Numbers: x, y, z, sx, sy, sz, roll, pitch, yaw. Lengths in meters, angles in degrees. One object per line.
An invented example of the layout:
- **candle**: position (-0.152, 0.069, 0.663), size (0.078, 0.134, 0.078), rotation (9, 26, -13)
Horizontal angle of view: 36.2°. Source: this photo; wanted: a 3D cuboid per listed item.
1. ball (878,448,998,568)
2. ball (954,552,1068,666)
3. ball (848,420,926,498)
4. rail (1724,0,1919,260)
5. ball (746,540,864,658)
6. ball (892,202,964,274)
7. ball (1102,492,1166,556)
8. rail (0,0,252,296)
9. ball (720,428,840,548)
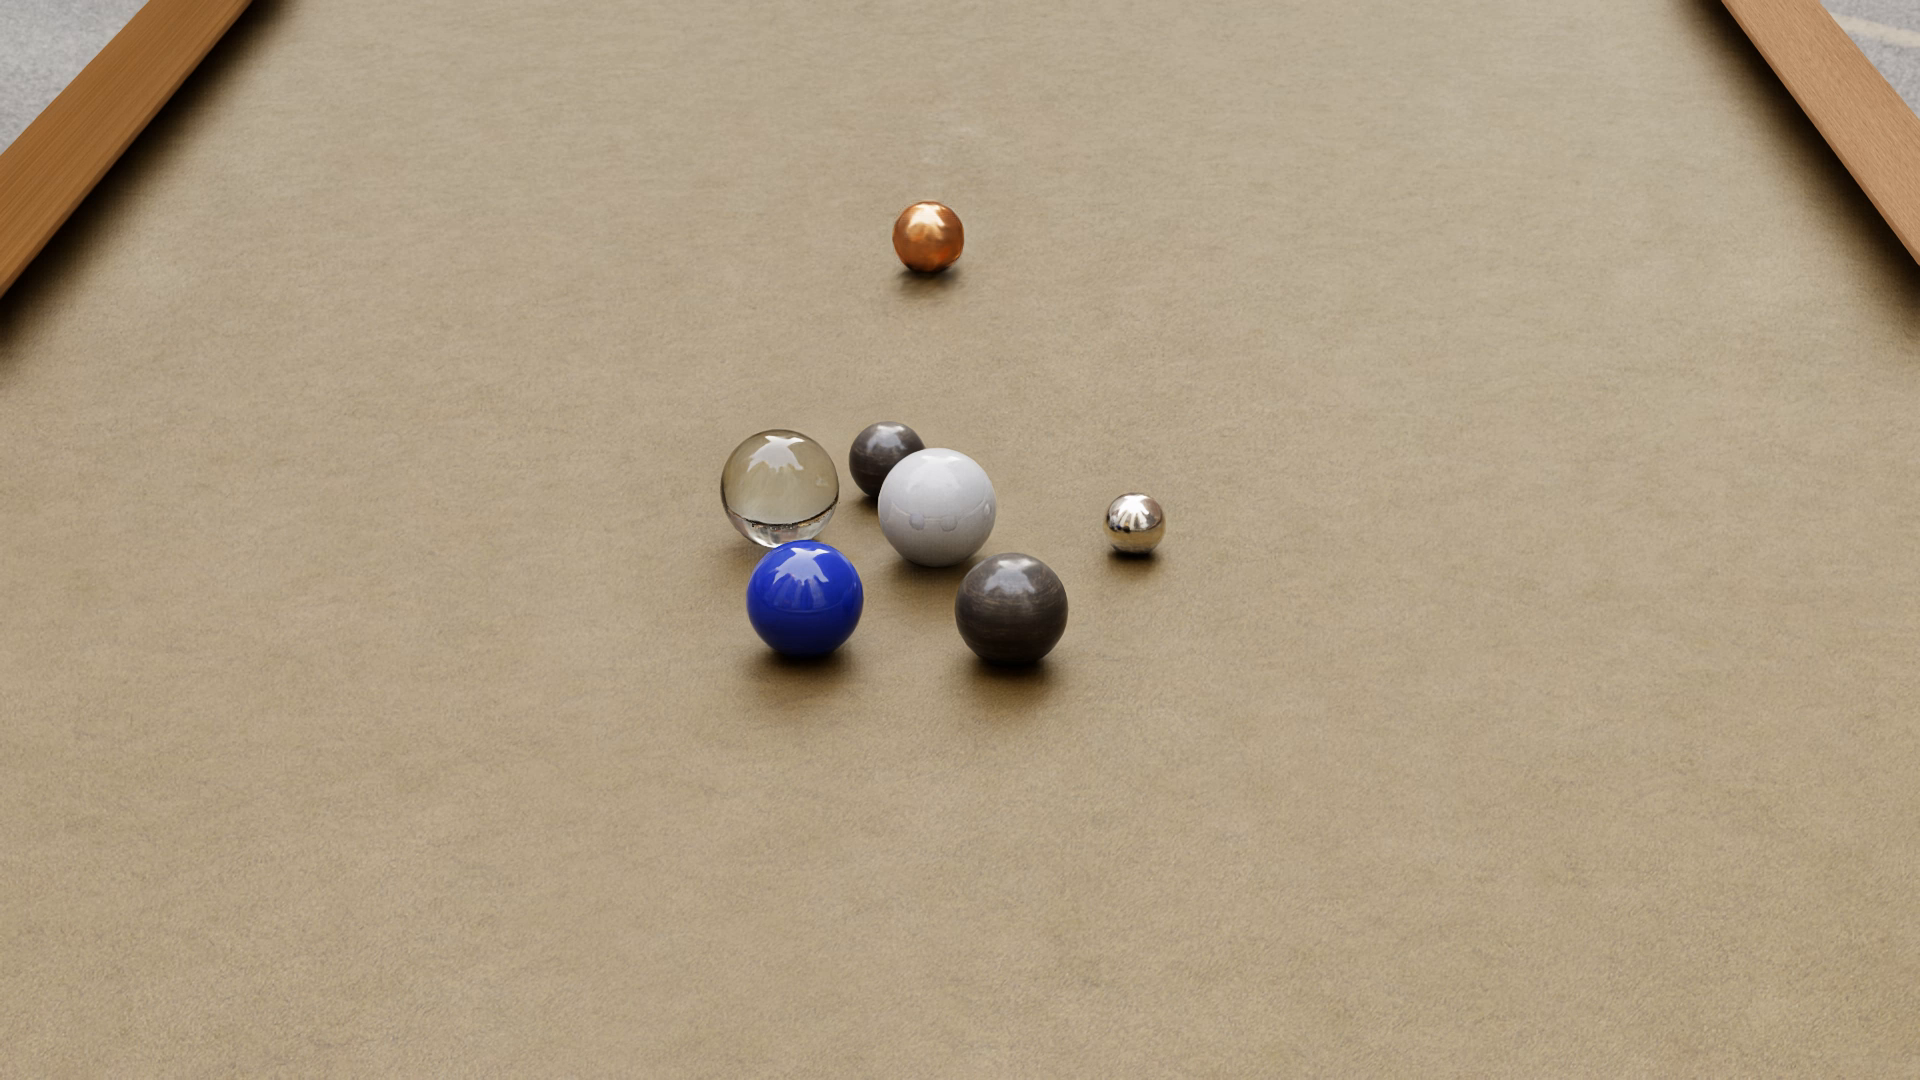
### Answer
- **ball**: position (-0.015, -0.021, 1.905), size (0.078, 0.078, 0.078), rotation (0, 26, 0)
- **ball**: position (0.031, 0.042, 1.786), size (0.069, 0.069, 0.069), rotation (0, 26, 0)
- **ball**: position (-0.049, -0.054, 1.997), size (0.054, 0.054, 0.054), rotation (0, 26, 0)
- **rail**: position (0.767, -0.324, 2.487), size (0.045, 0.102, 2.833), rotation (1, 26, 1)
- **ball**: position (-0.095, 0.036, 1.796), size (0.072, 0.072, 0.072), rotation (0, 26, 0)
- **ball**: position (-0.025, -0.244, 2.377), size (0.058, 0.058, 0.058), rotation (0, 26, 0)
- **ball**: position (0.114, -0.011, 1.924), size (0.042, 0.042, 0.042), rotation (0, 26, 0)
- **rail**: position (-0.736, -0.339, 2.517), size (0.045, 0.102, 2.833), rotation (1, 26, 1)
- **ball**: position (-0.118, -0.034, 1.930), size (0.078, 0.078, 0.078), rotation (0, 26, 0)
